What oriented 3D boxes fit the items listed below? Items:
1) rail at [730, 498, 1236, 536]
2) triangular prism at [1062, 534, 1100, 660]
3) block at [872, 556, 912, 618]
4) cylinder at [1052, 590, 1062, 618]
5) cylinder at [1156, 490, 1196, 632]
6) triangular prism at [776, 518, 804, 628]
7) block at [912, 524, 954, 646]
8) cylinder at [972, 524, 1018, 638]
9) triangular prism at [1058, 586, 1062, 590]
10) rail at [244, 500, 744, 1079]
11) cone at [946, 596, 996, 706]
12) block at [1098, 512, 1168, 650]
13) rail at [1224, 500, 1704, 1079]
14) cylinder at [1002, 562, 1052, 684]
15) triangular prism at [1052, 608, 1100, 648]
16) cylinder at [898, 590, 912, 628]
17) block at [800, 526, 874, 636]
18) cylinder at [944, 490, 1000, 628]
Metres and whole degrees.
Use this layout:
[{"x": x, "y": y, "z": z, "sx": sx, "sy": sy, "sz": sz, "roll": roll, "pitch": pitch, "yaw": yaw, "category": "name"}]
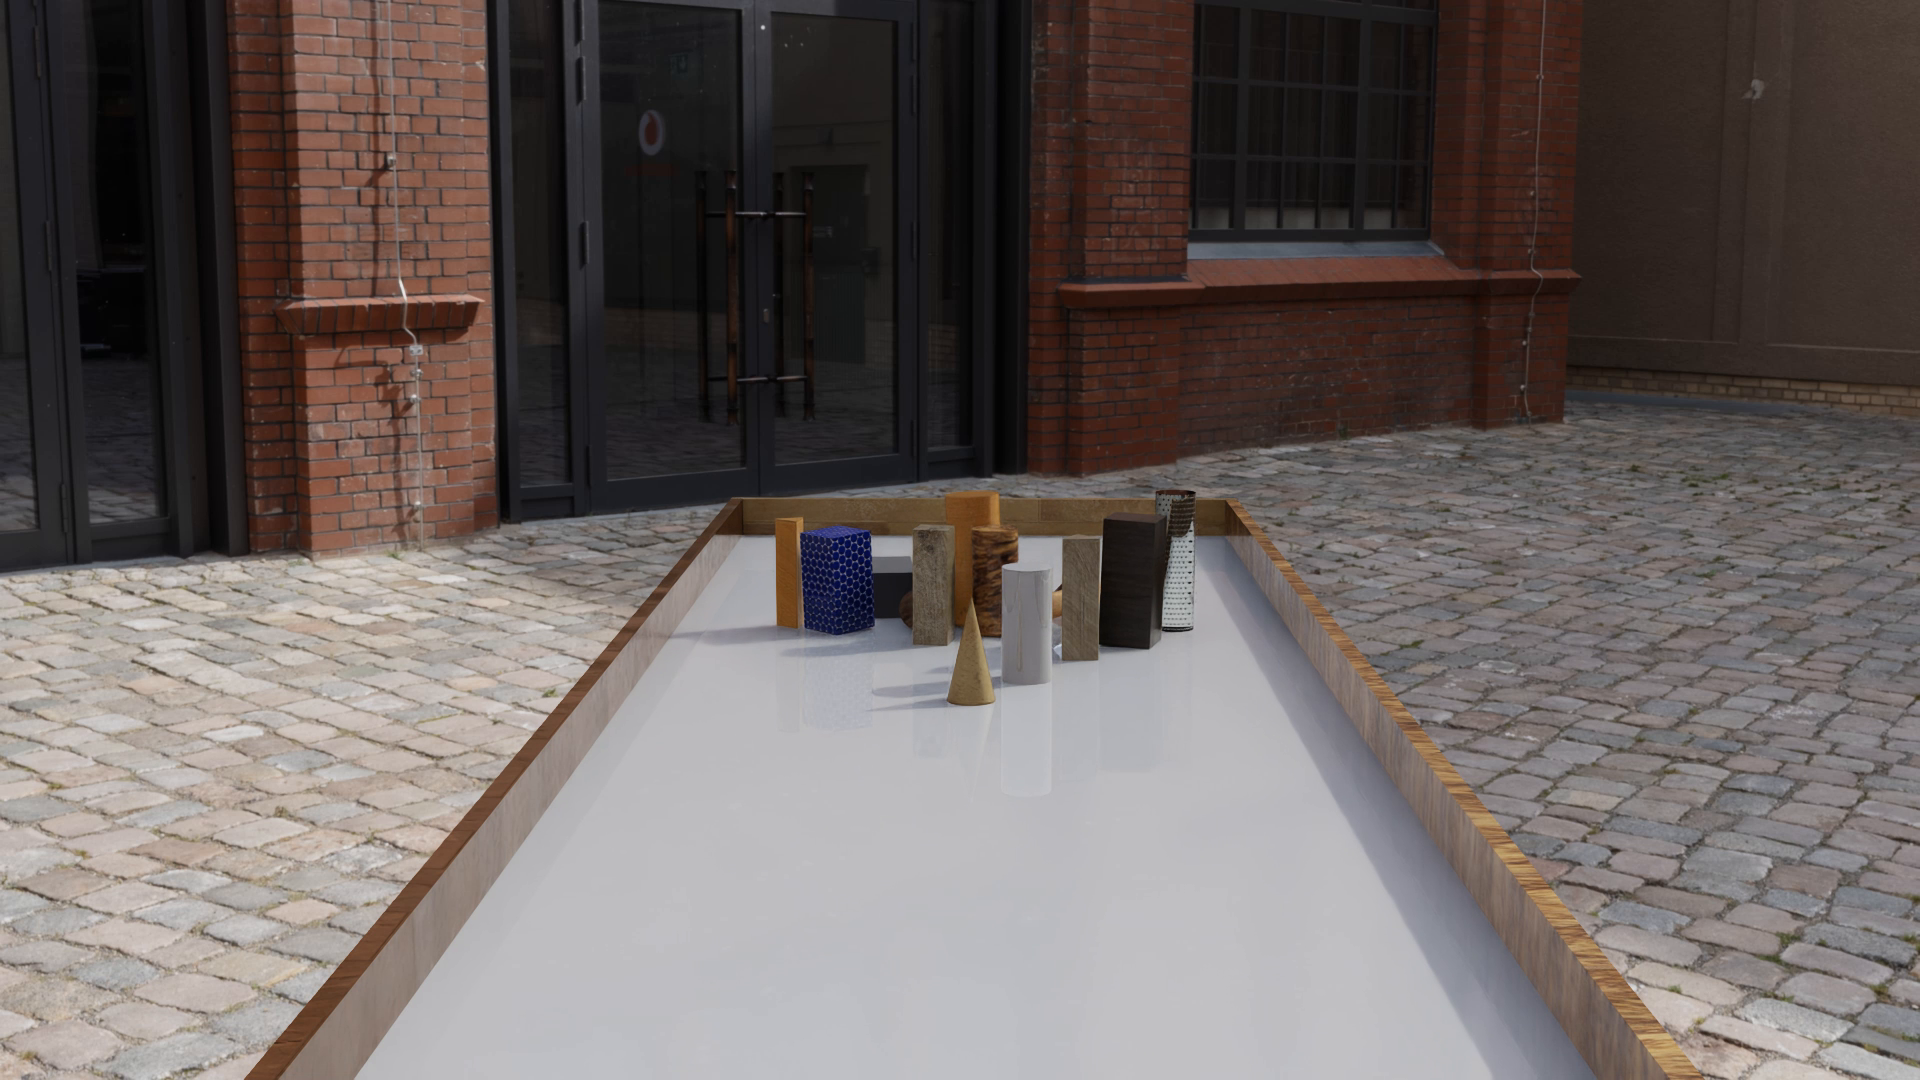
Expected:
[{"x": 0.099, "y": -0.098, "z": 9.147, "sx": 2.100, "sy": 0.150, "sz": 0.050, "roll": 0, "pitch": 9, "yaw": 1, "category": "rail"}, {"x": 0.364, "y": 0.174, "z": 6.715, "sx": 0.112, "sy": 0.375, "sz": 0.097, "roll": 0, "pitch": 9, "yaw": -3, "category": "triangular prism"}, {"x": -0.238, "y": 0.159, "z": 7.515, "sx": 0.153, "sy": 0.153, "sz": 0.335, "roll": -1, "pitch": 9, "yaw": -4, "category": "block"}, {"x": 0.365, "y": 0.224, "z": 7.173, "sx": 0.133, "sy": 0.133, "sz": 0.333, "roll": 8, "pitch": 12, "yaw": 42, "category": "cylinder"}, {"x": 0.698, "y": 0.067, "z": 7.156, "sx": 0.131, "sy": 0.448, "sz": 0.131, "roll": 0, "pitch": 9, "yaw": 0, "category": "cylinder"}, {"x": -0.542, "y": 0.105, "z": 7.217, "sx": 0.093, "sy": 0.354, "sz": 0.080, "roll": 7, "pitch": 12, "yaw": 39, "category": "triangular prism"}, {"x": -0.082, "y": 0.142, "z": 6.946, "sx": 0.111, "sy": 0.366, "sz": 0.111, "roll": 2, "pitch": 9, "yaw": 12, "category": "block"}, {"x": 0.115, "y": 0.131, "z": 7.085, "sx": 0.149, "sy": 0.341, "sz": 0.149, "roll": -1, "pitch": 9, "yaw": 0, "category": "cylinder"}, {"x": 0.363, "y": 0.184, "z": 7.514, "sx": 0.115, "sy": 0.099, "sz": 0.435, "roll": 2, "pitch": 9, "yaw": 12, "category": "triangular prism"}, {"x": -1.004, "y": 0.839, "z": 3.234, "sx": 0.050, "sy": 0.150, "sz": 12.000, "roll": 0, "pitch": 9, "yaw": 1, "category": "rail"}, {"x": 0.032, "y": 0.301, "z": 6.147, "sx": 0.138, "sy": 0.301, "sz": 0.138, "roll": 0, "pitch": 9, "yaw": 0, "category": "cone"}, {"x": 0.544, "y": 0.126, "z": 6.924, "sx": 0.165, "sy": 0.399, "sz": 0.165, "roll": 5, "pitch": 10, "yaw": 17, "category": "block"}, {"x": 1.046, "y": 0.843, "z": 3.208, "sx": 0.050, "sy": 0.150, "sz": 12.000, "roll": 0, "pitch": 9, "yaw": 1, "category": "rail"}, {"x": 0.195, "y": 0.243, "z": 6.409, "sx": 0.148, "sy": 0.334, "sz": 0.148, "roll": 0, "pitch": 9, "yaw": 0, "category": "cylinder"}, {"x": 0.400, "y": 0.255, "z": 7.022, "sx": 0.089, "sy": 0.077, "sz": 0.405, "roll": -42, "pitch": -14, "yaw": 29, "category": "triangular prism"}, {"x": -0.094, "y": 0.203, "z": 7.295, "sx": 0.136, "sy": 0.136, "sz": 0.323, "roll": 2, "pitch": 9, "yaw": 14, "category": "cylinder"}, {"x": -0.399, "y": 0.129, "z": 7.155, "sx": 0.163, "sy": 0.317, "sz": 0.163, "roll": -12, "pitch": 15, "yaw": -42, "category": "block"}, {"x": 0.049, "y": 0.061, "z": 7.232, "sx": 0.178, "sy": 0.427, "sz": 0.178, "roll": -3, "pitch": 8, "yaw": 0, "category": "cylinder"}]
